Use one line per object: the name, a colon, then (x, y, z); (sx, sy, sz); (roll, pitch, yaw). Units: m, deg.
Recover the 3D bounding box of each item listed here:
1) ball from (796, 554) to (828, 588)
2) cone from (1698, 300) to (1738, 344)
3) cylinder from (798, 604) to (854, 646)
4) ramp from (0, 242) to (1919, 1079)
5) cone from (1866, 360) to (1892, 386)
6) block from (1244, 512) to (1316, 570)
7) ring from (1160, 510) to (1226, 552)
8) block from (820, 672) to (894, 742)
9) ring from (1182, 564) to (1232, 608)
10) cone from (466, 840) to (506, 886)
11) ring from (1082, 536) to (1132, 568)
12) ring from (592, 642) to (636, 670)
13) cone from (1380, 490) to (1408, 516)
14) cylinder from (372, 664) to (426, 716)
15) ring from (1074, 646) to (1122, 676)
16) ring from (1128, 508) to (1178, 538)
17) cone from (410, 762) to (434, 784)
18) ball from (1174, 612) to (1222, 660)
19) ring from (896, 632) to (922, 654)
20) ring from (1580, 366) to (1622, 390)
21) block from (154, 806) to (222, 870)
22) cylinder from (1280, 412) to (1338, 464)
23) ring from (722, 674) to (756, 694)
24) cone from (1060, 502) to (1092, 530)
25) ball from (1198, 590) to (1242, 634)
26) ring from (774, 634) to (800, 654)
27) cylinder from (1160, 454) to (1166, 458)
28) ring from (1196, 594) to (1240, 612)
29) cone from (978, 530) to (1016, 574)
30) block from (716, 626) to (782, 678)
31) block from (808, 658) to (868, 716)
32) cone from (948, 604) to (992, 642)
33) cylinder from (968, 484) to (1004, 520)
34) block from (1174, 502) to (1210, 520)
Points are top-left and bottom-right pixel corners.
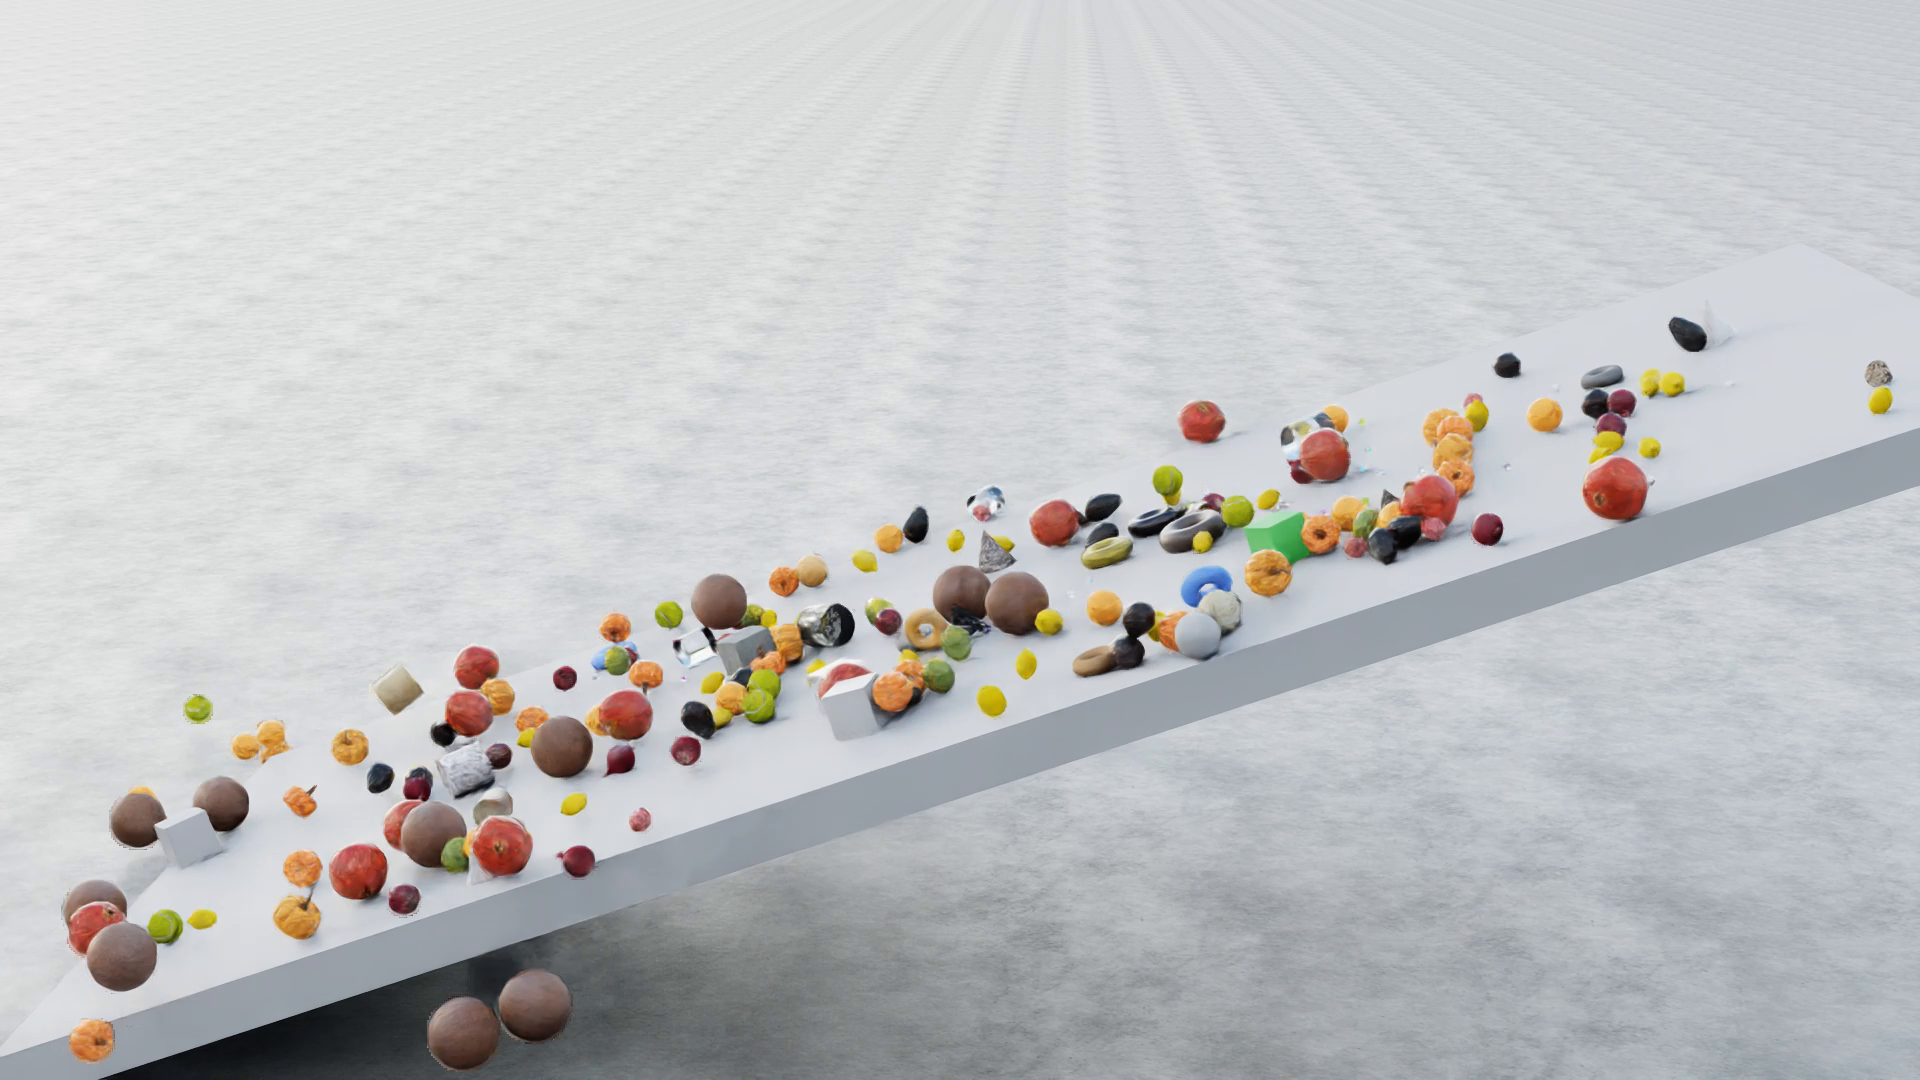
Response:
ball: (-0.359, 0.075, 7.127); (0.081, 0.081, 0.081); (0, 12, 0)
cone: (1.627, -0.481, 6.367); (0.089, 0.089, 0.089); (-19, 11, 4)
cylinder: (-0.295, 0.188, 6.459); (0.091, 0.091, 0.091); (-10, 3, -38)
ramp: (0.110, 0.179, 6.302); (4.000, 0.100, 2.000); (-19, 11, 6)
cone: (1.736, -0.310, 5.522); (0.051, 0.051, 0.051); (6, 6, -40)
block: (0.628, 0.000, 5.781); (0.087, 0.087, 0.087); (-25, 12, -26)
ring: (0.491, -0.018, 6.202); (0.148, 0.049, 0.148); (-21, 14, 5)
block: (-0.197, 0.320, 5.647); (0.092, 0.092, 0.092); (-16, 12, 21)
ring: (0.470, 0.090, 5.603); (0.102, 0.102, 0.034); (-4, 42, -18)
cone: (-0.910, 0.601, 5.561); (0.078, 0.078, 0.078); (-19, 11, 4)
ring: (0.316, 0.027, 6.318); (0.117, 0.039, 0.117); (-20, 12, 4)
ring: (-0.835, 0.280, 7.095); (0.116, 0.039, 0.116); (-19, 12, 4)
cone: (0.870, -0.072, 5.871); (0.053, 0.053, 0.053); (8, 13, 4)
cylinder: (-1.370, 0.365, 7.175); (0.093, 0.093, 0.093); (-39, 21, -7)
ring: (0.257, 0.225, 5.477); (0.098, 0.033, 0.098); (-19, 12, 4)
ring: (0.424, -0.039, 6.449); (0.119, 0.040, 0.119); (-19, 10, 3)
cone: (-1.198, 0.525, 6.575); (0.050, 0.050, 0.050); (7, 12, 0)
ball: (0.428, 0.172, 5.297); (0.085, 0.085, 0.085); (0, 12, 0)
ring: (-0.082, 0.206, 6.147); (0.109, 0.036, 0.109); (-18, 10, 3)
ring: (1.378, -0.349, 6.316); (0.094, 0.031, 0.094); (-20, 12, 4)
block: (-1.735, 0.669, 6.609); (0.100, 0.100, 0.100); (-25, 12, -27)
cylinder: (0.784, -0.230, 6.609); (0.092, 0.092, 0.092); (-25, 23, -25)
ring: (-0.479, 0.311, 6.353); (0.078, 0.026, 0.078); (-19, 12, 4)
cone: (0.274, -0.048, 6.777); (0.067, 0.067, 0.067); (12, 11, -9)
ball: (0.476, 0.133, 5.405); (0.081, 0.081, 0.081); (0, 12, 0)
ring: (-0.395, 0.232, 6.594); (0.079, 0.026, 0.079); (-18, 13, 4)
cylinder: (0.509, -0.151, 7.326); (0.088, 0.088, 0.088); (39, 15, -12)
ring: (0.488, 0.125, 5.568); (0.087, 0.029, 0.087); (-17, 10, 3)
cone: (0.067, 0.018, 6.650); (0.093, 0.093, 0.093); (-19, 11, 4)
block: (-0.463, 0.250, 6.453); (0.091, 0.091, 0.091); (-26, 12, -28)
block: (-0.235, 0.293, 5.857); (0.086, 0.086, 0.086); (-26, 13, -30)
cone: (0.025, 0.177, 6.098); (0.085, 0.085, 0.085); (7, 12, -4)
cylinder: (0.063, -0.092, 7.257); (0.068, 0.068, 0.068); (7, 24, 28)
block: (0.503, -0.046, 6.310); (0.052, 0.052, 0.052); (-28, 14, -37)
